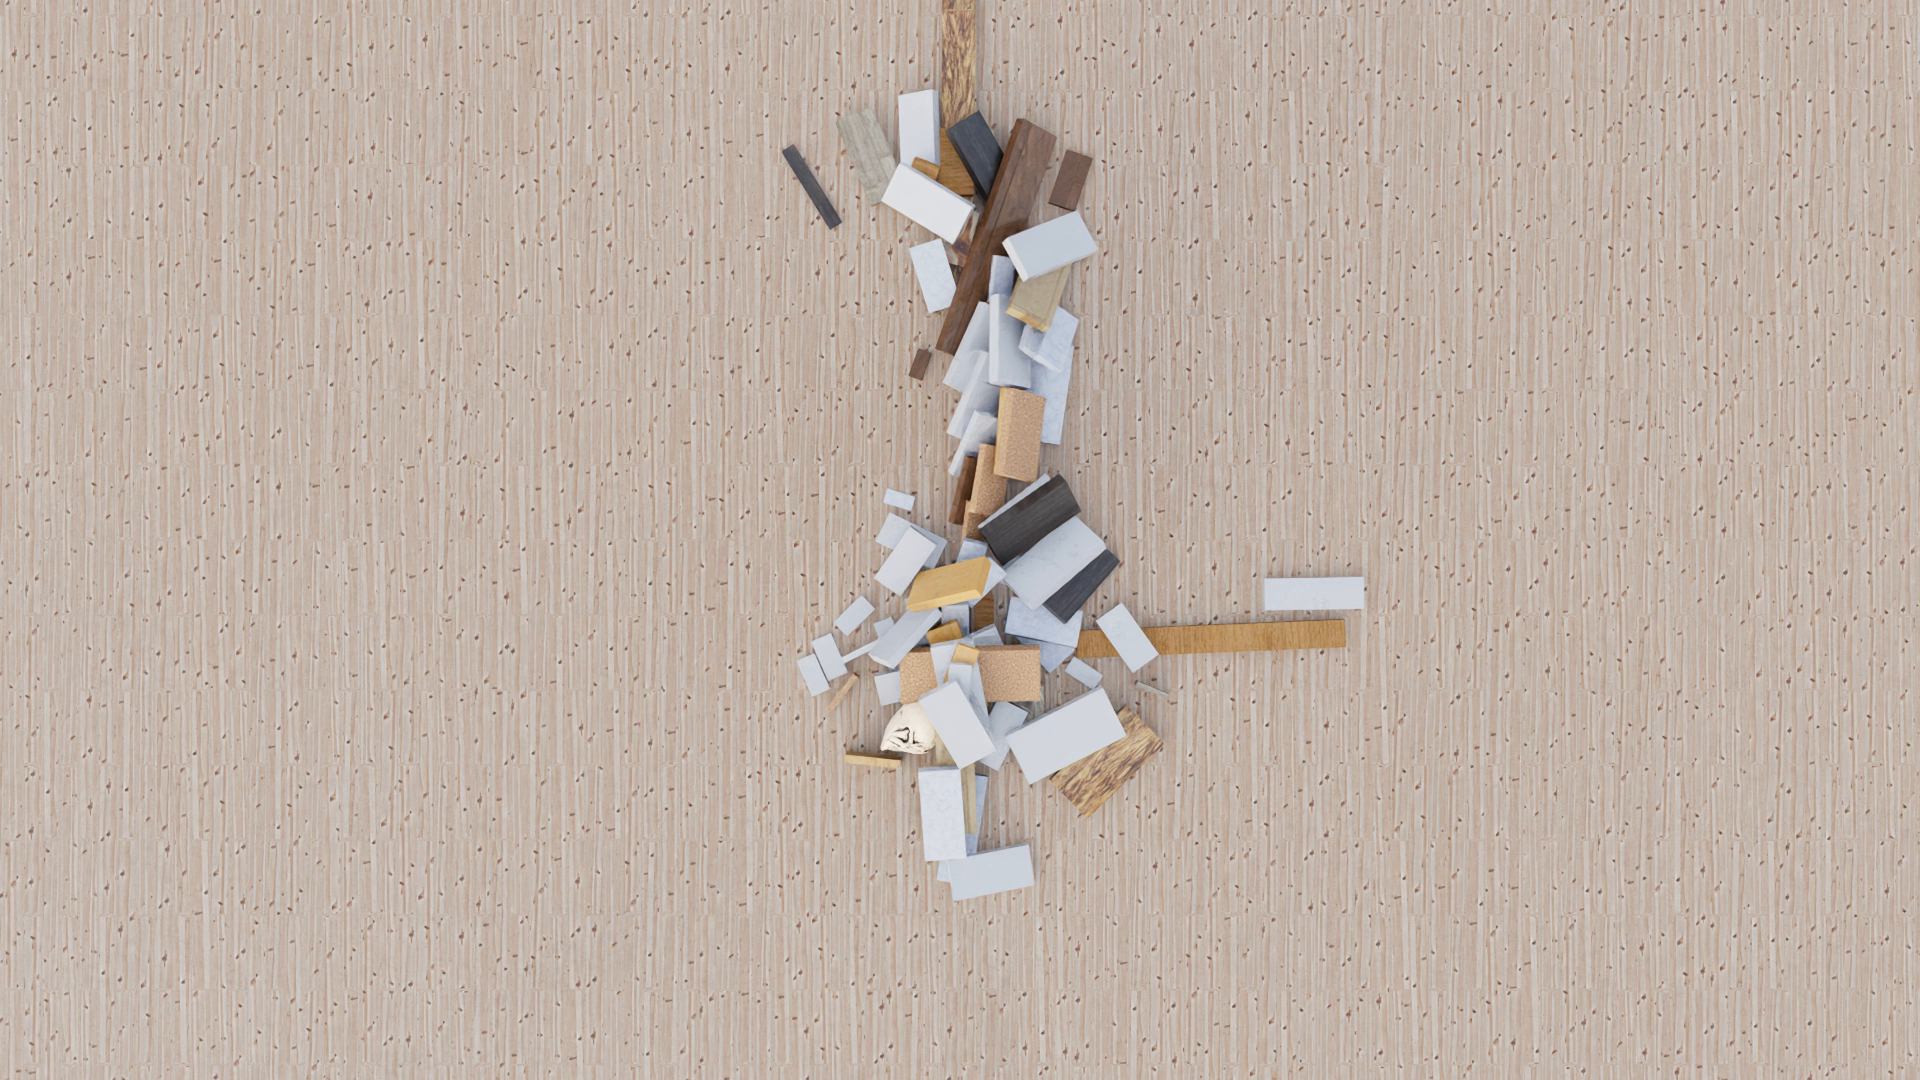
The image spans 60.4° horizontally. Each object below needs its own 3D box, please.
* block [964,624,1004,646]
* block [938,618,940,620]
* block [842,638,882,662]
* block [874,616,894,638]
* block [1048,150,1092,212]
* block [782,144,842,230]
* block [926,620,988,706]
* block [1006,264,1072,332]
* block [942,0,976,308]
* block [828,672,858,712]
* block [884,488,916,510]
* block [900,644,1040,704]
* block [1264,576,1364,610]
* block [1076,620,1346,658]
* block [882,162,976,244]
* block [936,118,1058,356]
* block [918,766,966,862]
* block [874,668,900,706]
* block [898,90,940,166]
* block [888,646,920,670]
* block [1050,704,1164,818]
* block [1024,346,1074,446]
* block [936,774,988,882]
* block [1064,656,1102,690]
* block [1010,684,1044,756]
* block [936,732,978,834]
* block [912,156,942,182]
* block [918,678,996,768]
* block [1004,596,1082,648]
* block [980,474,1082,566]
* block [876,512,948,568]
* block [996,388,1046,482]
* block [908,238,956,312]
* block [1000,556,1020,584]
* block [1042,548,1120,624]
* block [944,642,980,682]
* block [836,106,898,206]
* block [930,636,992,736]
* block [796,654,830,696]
[{"bbox_3d":[0.104,0.394,5.445,0.109,0.031,0.219,-24,111,-1],"label":"block"},{"bbox_3d":[-0.132,0.294,5.438,0.146,0.073,0.021,-37,90,0],"label":"block"},{"bbox_3d":[-0.317,0.365,5.454,0.142,0.071,0.020,-27,84,8],"label":"block"},{"bbox_3d":[-0.235,0.328,5.491,0.065,0.018,0.130,-20,90,0],"label":"block"},{"bbox_3d":[0.368,-1.195,5.487,0.093,0.026,0.185,19,90,0],"label":"block"},{"bbox_3d":[-0.493,-1.176,5.493,0.049,0.014,0.305,-32,90,0],"label":"block"},{"bbox_3d":[-0.009,0.422,5.437,0.109,0.031,0.315,-19,106,5],"label":"block"},{"bbox_3d":[0.264,-0.841,5.404,0.148,0.042,0.295,25,66,-15],"label":"block"},{"bbox_3d":[-0.006,-1.309,5.484,0.110,0.031,1.065,0,90,0],"label":"block"},{"bbox_3d":[-0.387,0.503,5.464,0.020,0.071,0.142,37,90,0],"label":"block"},{"bbox_3d":[-0.202,-0.134,5.493,0.097,0.014,0.049,17,90,0],"label":"block"},{"bbox_3d":[0.033,0.439,5.400,0.457,0.050,0.178,-1,107,0],"label":"block"},{"bbox_3d":[1.176,0.178,5.485,0.329,0.030,0.105,-1,90,0],"label":"block"},{"bbox_3d":[0.833,0.328,5.487,0.893,0.026,0.092,-2,90,0],"label":"block"},{"bbox_3d":[-0.104,-1.104,5.402,0.280,0.040,0.140,32,116,5],"label":"block"},{"bbox_3d":[0.120,-0.981,5.441,0.148,0.042,0.803,20,90,-34],"label":"block"},{"bbox_3d":[-0.057,0.894,5.394,0.136,0.039,0.313,-4,104,1],"label":"block"},{"bbox_3d":[-0.171,0.474,5.471,0.211,0.030,0.105,-13,106,0],"label":"block"},{"bbox_3d":[-0.134,-1.345,5.451,0.131,0.037,0.261,-2,90,30],"label":"block"},{"bbox_3d":[-0.175,0.404,5.475,0.130,0.018,0.065,-22,113,4],"label":"block"},{"bbox_3d":[0.487,0.734,5.475,0.356,0.050,0.178,-45,90,0],"label":"block"},{"bbox_3d":[0.275,-0.490,5.477,0.160,0.045,0.330,8,90,0],"label":"block"},{"bbox_3d":[0.008,0.957,5.484,0.115,0.033,0.364,9,90,0],"label":"block"},{"bbox_3d":[0.412,0.443,5.492,0.116,0.016,0.058,33,90,0],"label":"block"},{"bbox_3d":[0.224,0.600,5.484,0.115,0.033,0.230,-2,90,0],"label":"block"},{"bbox_3d":[-0.013,0.752,5.396,0.122,0.035,0.443,-3,104,0],"label":"block"},{"bbox_3d":[-0.131,-1.157,5.433,0.093,0.026,0.185,24,119,9],"label":"block"},{"bbox_3d":[-0.007,0.591,5.312,0.136,0.039,0.273,-28,105,6],"label":"block"},{"bbox_3d":[0.274,0.272,5.443,0.245,0.035,0.122,12,78,-6],"label":"block"},{"bbox_3d":[0.232,-0.066,5.403,0.320,0.160,0.045,-35,45,-3],"label":"block"},{"bbox_3d":[-0.160,0.003,5.485,0.214,0.030,0.107,26,90,0],"label":"block"},{"bbox_3d":[0.199,-0.341,5.381,0.141,0.040,0.282,12,82,-39],"label":"block"},{"bbox_3d":[-0.083,-0.871,5.434,0.110,0.031,0.220,-17,101,2],"label":"block"},{"bbox_3d":[0.249,0.130,5.485,0.232,0.030,0.107,22,90,0],"label":"block"},{"bbox_3d":[0.386,0.128,5.448,0.140,0.040,0.280,42,77,0],"label":"block"},{"bbox_3d":[0.004,0.408,5.311,0.073,0.021,0.146,19,106,-6],"label":"block"},{"bbox_3d":[-0.294,-1.273,5.482,0.130,0.037,0.301,-23,90,0],"label":"block"},{"bbox_3d":[0.006,0.496,5.369,0.141,0.040,0.352,-10,107,3],"label":"block"},{"bbox_3d":[-0.488,0.449,5.491,0.065,0.018,0.130,-24,90,0],"label":"block"}]
